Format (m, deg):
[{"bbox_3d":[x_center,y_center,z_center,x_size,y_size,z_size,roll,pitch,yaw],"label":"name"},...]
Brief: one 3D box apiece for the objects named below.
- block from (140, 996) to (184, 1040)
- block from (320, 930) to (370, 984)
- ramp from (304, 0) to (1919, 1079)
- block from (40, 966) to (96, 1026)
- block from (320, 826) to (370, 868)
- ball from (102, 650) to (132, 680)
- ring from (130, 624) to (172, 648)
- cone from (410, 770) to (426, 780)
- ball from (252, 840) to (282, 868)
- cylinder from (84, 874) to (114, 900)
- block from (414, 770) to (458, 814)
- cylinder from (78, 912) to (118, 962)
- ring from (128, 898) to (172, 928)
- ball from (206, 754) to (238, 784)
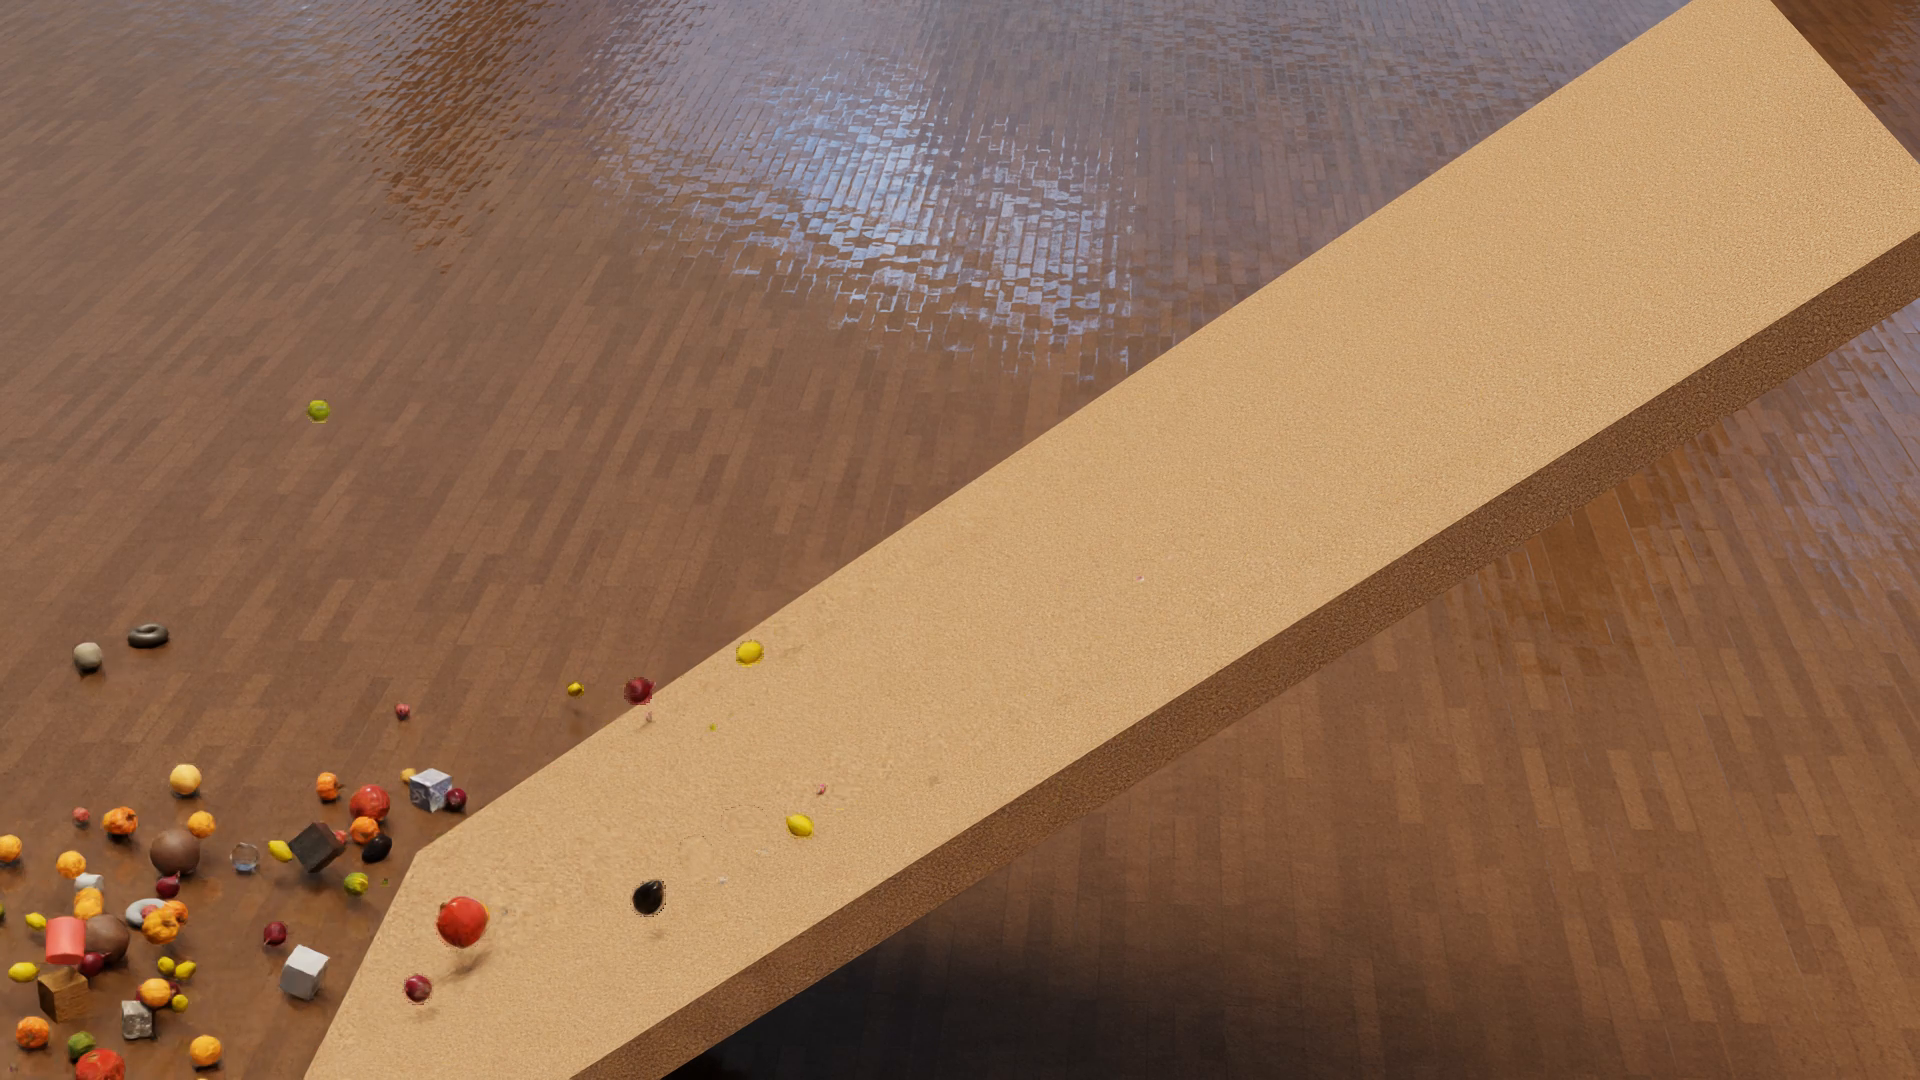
[{"bbox_3d":[-1.919,1.148,7.071,0.065,0.065,0.065,28,5,-33],"label":"block"},{"bbox_3d":[-1.508,1.022,7.215,0.083,0.083,0.083,-38,14,-1],"label":"block"},{"bbox_3d":[0.132,0.177,6.315,4.000,0.100,2.000,-33,16,16],"label":"ramp"},{"bbox_3d":[-2.172,1.110,7.166,0.090,0.090,0.090,-20,30,-40],"label":"block"},{"bbox_3d":[-1.631,0.813,7.793,0.093,0.093,0.093,-3,-10,-35],"label":"block"},{"bbox_3d":[-2.569,0.379,8.967,0.090,0.090,0.090,0,22,0],"label":"ball"},{"bbox_3d":[-2.533,0.303,9.216,0.129,0.043,0.129,0,23,0],"label":"ring"},{"bbox_3d":[-1.529,0.685,8.301,0.050,0.050,0.050,1,48,3],"label":"cone"},{"bbox_3d":[-1.850,0.840,7.851,0.075,0.075,0.075,0,22,0],"label":"ball"},{"bbox_3d":[-2.258,0.908,7.711,0.055,0.055,0.055,15,27,34],"label":"cylinder"},{"bbox_3d":[-1.458,0.701,8.185,0.082,0.082,0.082,17,28,36],"label":"block"},{"bbox_3d":[-2.104,0.969,7.179,0.092,0.092,0.092,-2,59,-6],"label":"cylinder"},{"bbox_3d":[-2.092,0.963,7.598,0.115,0.038,0.115,1,23,0],"label":"ring"},{"bbox_3d":[-2.057,0.639,8.191,0.086,0.086,0.086,0,22,0],"label":"ball"}]
